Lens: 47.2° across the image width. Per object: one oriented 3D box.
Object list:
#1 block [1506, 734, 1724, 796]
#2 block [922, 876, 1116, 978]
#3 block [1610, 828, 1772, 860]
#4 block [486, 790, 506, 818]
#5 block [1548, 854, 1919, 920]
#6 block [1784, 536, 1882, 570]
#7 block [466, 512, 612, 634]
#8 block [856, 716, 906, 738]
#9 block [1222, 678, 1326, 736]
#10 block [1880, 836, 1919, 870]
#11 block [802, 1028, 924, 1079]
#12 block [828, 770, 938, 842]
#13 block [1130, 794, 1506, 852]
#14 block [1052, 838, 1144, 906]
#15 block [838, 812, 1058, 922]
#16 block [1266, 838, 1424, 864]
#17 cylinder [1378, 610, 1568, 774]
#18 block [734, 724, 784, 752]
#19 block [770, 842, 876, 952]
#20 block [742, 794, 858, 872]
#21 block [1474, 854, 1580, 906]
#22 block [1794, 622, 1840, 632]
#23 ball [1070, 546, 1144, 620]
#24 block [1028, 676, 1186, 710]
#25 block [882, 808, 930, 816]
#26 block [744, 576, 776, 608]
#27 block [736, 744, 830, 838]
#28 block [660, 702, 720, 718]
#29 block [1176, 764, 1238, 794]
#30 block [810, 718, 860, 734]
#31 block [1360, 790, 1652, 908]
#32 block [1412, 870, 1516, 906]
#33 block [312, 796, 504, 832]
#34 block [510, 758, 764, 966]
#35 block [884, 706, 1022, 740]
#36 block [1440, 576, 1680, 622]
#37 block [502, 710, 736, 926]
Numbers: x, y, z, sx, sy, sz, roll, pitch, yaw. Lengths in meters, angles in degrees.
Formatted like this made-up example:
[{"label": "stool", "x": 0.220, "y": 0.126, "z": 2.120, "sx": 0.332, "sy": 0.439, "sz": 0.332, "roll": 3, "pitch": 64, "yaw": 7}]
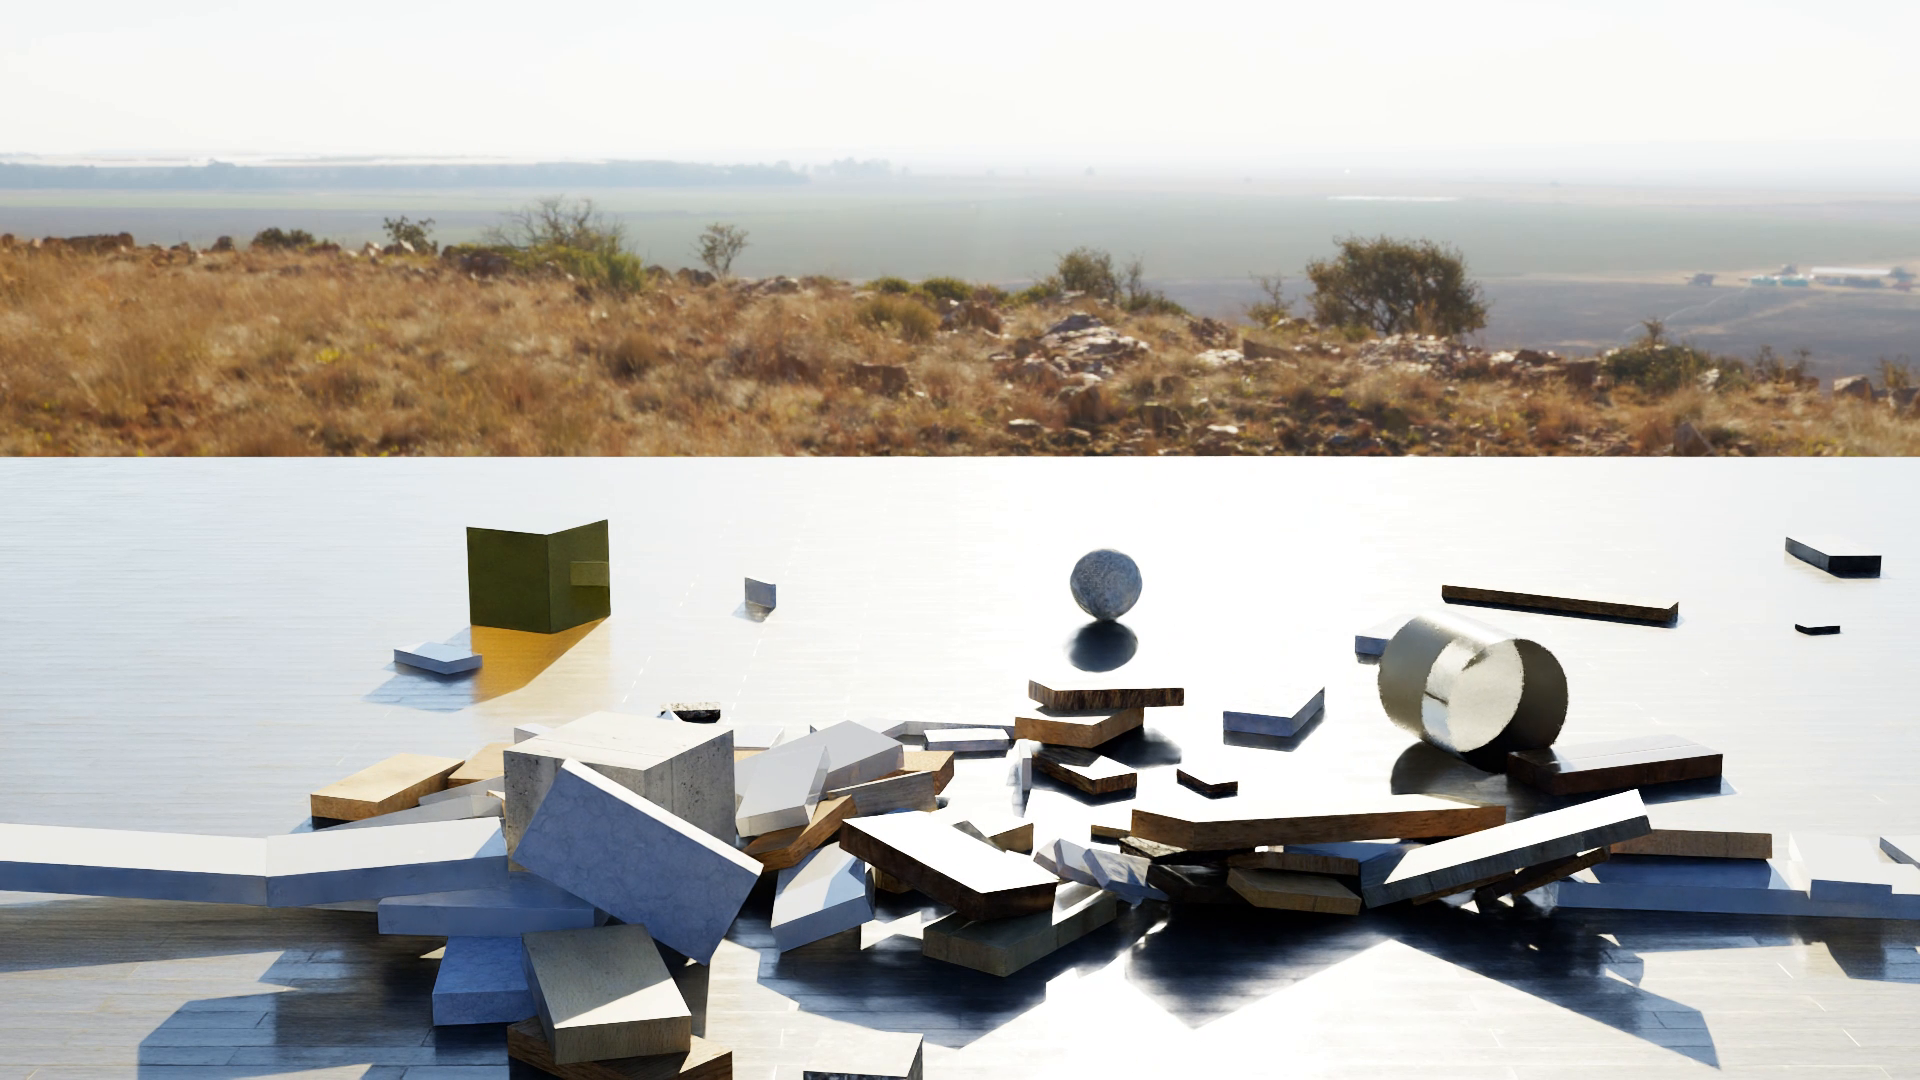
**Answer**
[{"label": "block", "x": 1.294, "y": 0.442, "z": 4.345, "sx": 0.395, "sy": 0.044, "sz": 0.156, "roll": -4, "pitch": 11, "yaw": -20}, {"label": "block", "x": 0.097, "y": 0.604, "z": 3.472, "sx": 0.154, "sy": 0.044, "sz": 0.314, "roll": 8, "pitch": 13, "yaw": 35}, {"label": "block", "x": 1.210, "y": 0.520, "z": 3.758, "sx": 0.302, "sy": 0.043, "sz": 0.151, "roll": 2, "pitch": -10, "yaw": -1}, {"label": "block", "x": -0.740, "y": 0.483, "z": 3.850, "sx": 0.104, "sy": 0.030, "sz": 0.209, "roll": 15, "pitch": -1, "yaw": -38}, {"label": "block", "x": 1.288, "y": 0.572, "z": 3.646, "sx": 0.605, "sy": 0.043, "sz": 0.151, "roll": 1, "pitch": 11, "yaw": 6}, {"label": "block", "x": 2.588, "y": 0.037, "z": 6.525, "sx": 0.156, "sy": 0.044, "sz": 0.311, "roll": 0, "pitch": 11, "yaw": -2}, {"label": "block", "x": -1.090, "y": 0.081, "z": 5.703, "sx": 0.258, "sy": 0.258, "sz": 0.258, "roll": 5, "pitch": 12, "yaw": 26}, {"label": "block", "x": -0.198, "y": 0.398, "z": 4.475, "sx": 0.083, "sy": 0.023, "sz": 0.196, "roll": 6, "pitch": 12, "yaw": 29}, {"label": "block", "x": 0.684, "y": 0.362, "z": 4.779, "sx": 0.150, "sy": 0.042, "sz": 0.300, "roll": 4, "pitch": 11, "yaw": 23}, {"label": "block", "x": 1.673, "y": 0.549, "z": 3.835, "sx": 0.073, "sy": 0.021, "sz": 0.147, "roll": -1, "pitch": 11, "yaw": -3}, {"label": "block", "x": -0.119, "y": 0.698, "z": 2.739, "sx": 0.128, "sy": 0.128, "sz": 0.128, "roll": 1, "pitch": 11, "yaw": 8}, {"label": "block", "x": -0.136, "y": 0.484, "z": 3.943, "sx": 0.209, "sy": 0.104, "sz": 0.030, "roll": -8, "pitch": -1, "yaw": -36}, {"label": "block", "x": 0.629, "y": 0.485, "z": 3.801, "sx": 0.713, "sy": 0.048, "sz": 0.168, "roll": 2, "pitch": 1, "yaw": -33}, {"label": "block", "x": 0.228, "y": 0.545, "z": 3.618, "sx": 0.152, "sy": 0.022, "sz": 0.076, "roll": 24, "pitch": 22, "yaw": -16}, {"label": "block", "x": -0.022, "y": 0.519, "z": 3.526, "sx": 0.168, "sy": 0.048, "sz": 0.336, "roll": 0, "pitch": 14, "yaw": -43}, {"label": "block", "x": 0.661, "y": 0.532, "z": 3.777, "sx": 0.244, "sy": 0.035, "sz": 0.122, "roll": 2, "pitch": -3, "yaw": -4}, {"label": "cylinder", "x": 1.036, "y": 0.304, "z": 4.457, "sx": 0.275, "sy": 0.275, "sz": 0.275, "roll": -4, "pitch": 11, "yaw": -19}, {"label": "block", "x": -0.418, "y": 0.416, "z": 4.544, "sx": 0.083, "sy": 0.023, "sz": 0.166, "roll": 1, "pitch": 11, "yaw": 6}, {"label": "block", "x": -0.217, "y": 0.565, "z": 3.550, "sx": 0.154, "sy": 0.044, "sz": 0.309, "roll": -20, "pitch": 11, "yaw": 2}, {"label": "block", "x": -0.282, "y": 0.507, "z": 3.773, "sx": 0.118, "sy": 0.033, "sz": 0.236, "roll": -16, "pitch": 8, "yaw": 28}, {"label": "block", "x": 0.932, "y": 0.540, "z": 3.634, "sx": 0.174, "sy": 0.025, "sz": 0.087, "roll": -30, "pitch": 6, "yaw": 11}, {"label": "block", "x": 2.189, "y": 0.222, "z": 5.614, "sx": 0.099, "sy": 0.014, "sz": 0.050, "roll": -3, "pitch": 11, "yaw": -15}, {"label": "ball", "x": 0.379, "y": 0.113, "z": 5.711, "sx": 0.192, "sy": 0.192, "sz": 0.192, "roll": 0, "pitch": 11, "yaw": 0}, {"label": "block", "x": 0.311, "y": 0.325, "z": 4.688, "sx": 0.300, "sy": 0.042, "sz": 0.150, "roll": 0, "pitch": 6, "yaw": -20}, {"label": "block", "x": -0.115, "y": 0.498, "z": 3.851, "sx": 0.064, "sy": 0.018, "sz": 0.129, "roll": 6, "pitch": 12, "yaw": 31}, {"label": "block", "x": -0.538, "y": 0.139, "z": 5.920, "sx": 0.018, "sy": 0.065, "sz": 0.130, "roll": -8, "pitch": 13, "yaw": -37}, {"label": "block", "x": -0.309, "y": 0.440, "z": 3.871, "sx": 0.126, "sy": 0.036, "sz": 0.251, "roll": -13, "pitch": 17, "yaw": 9}, {"label": "block", "x": -0.587, "y": 0.372, "z": 4.795, "sx": 0.129, "sy": 0.018, "sz": 0.064, "roll": -1, "pitch": 11, "yaw": -8}, {"label": "block", "x": 0.482, "y": 0.465, "z": 4.294, "sx": 0.065, "sy": 0.018, "sz": 0.130, "roll": -5, "pitch": 12, "yaw": -25}, {"label": "block", "x": -0.228, "y": 0.414, "z": 4.537, "sx": 0.104, "sy": 0.030, "sz": 0.209, "roll": -4, "pitch": 11, "yaw": -22}, {"label": "block", "x": 0.888, "y": 0.506, "z": 3.601, "sx": 0.467, "sy": 0.035, "sz": 0.122, "roll": -18, "pitch": 8, "yaw": 13}, {"label": "block", "x": 0.826, "y": 0.555, "z": 3.636, "sx": 0.174, "sy": 0.025, "sz": 0.087, "roll": -18, "pitch": 8, "yaw": 8}, {"label": "block", "x": -0.952, "y": 0.491, "z": 3.796, "sx": 0.295, "sy": 0.036, "sz": 0.126, "roll": -13, "pitch": -11, "yaw": 10}, {"label": "block", "x": -0.490, "y": 0.490, "z": 3.344, "sx": 0.339, "sy": 0.170, "sz": 0.048, "roll": 30, "pitch": 11, "yaw": -3}, {"label": "block", "x": -0.014, "y": 0.389, "z": 4.673, "sx": 0.284, "sy": 0.030, "sz": 0.104, "roll": 2, "pitch": 11, "yaw": 10}, {"label": "block", "x": 1.607, "y": 0.157, "z": 5.911, "sx": 0.608, "sy": 0.033, "sz": 0.118, "roll": 6, "pitch": 12, "yaw": 31}, {"label": "block", "x": -0.558, "y": 0.459, "z": 3.634, "sx": 0.270, "sy": 0.270, "sz": 0.270, "roll": 5, "pitch": 12, "yaw": 25}]
